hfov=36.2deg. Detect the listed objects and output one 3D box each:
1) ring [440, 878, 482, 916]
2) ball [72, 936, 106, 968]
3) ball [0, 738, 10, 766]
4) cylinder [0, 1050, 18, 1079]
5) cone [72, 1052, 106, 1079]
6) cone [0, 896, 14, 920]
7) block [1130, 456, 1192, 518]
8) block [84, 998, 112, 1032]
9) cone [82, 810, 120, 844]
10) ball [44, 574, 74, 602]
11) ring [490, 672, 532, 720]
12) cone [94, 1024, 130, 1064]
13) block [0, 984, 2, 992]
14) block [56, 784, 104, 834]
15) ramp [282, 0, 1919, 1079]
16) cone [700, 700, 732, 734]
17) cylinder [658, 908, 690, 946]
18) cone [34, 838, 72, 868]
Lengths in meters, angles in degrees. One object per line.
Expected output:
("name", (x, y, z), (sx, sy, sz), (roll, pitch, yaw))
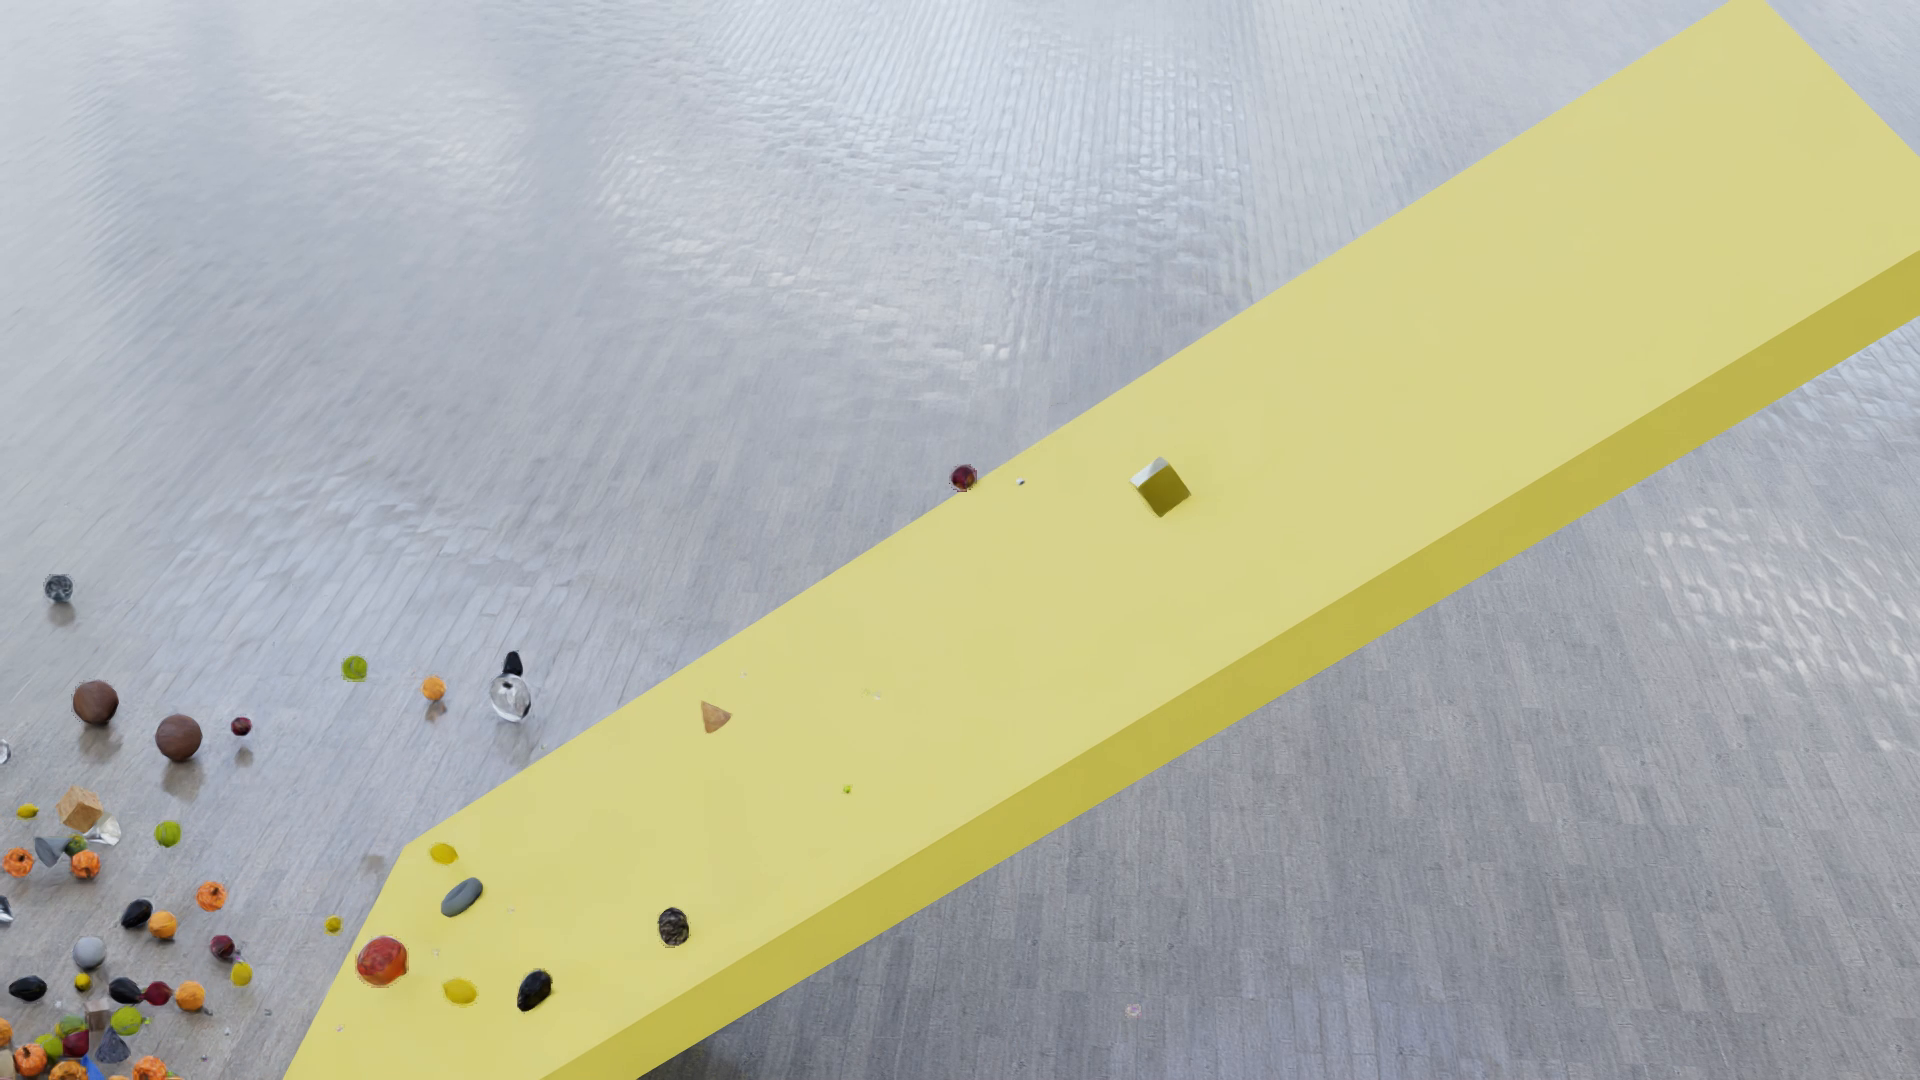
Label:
("ring", (-1.175, 0.842, 6.931), (0.115, 0.038, 0.115), (-35, 15, 11))
("ball", (-2.159, 1.023, 7.294), (0.080, 0.080, 0.080), (0, 21, 0))
("ball", (-2.743, 0.604, 8.364), (0.084, 0.084, 0.084), (0, 21, 0))
("cylinder", (-2.222, 1.226, 6.756), (0.093, 0.093, 0.093), (-11, 24, -25))
("cone", (-2.019, 1.218, 6.799), (0.077, 0.077, 0.077), (0, 21, 0))
("cone", (-2.433, 0.954, 7.499), (0.072, 0.072, 0.072), (25, 31, 28))
("block", (0.420, -0.111, 6.176), (0.084, 0.084, 0.084), (-36, 15, 0))
("block", (-2.063, 1.137, 7.038), (0.054, 0.054, 0.054), (-8, 23, -21))
("cone", (-2.333, 0.790, 7.925), (0.096, 0.096, 0.096), (-20, 16, 17))
("ball", (-2.911, 0.157, 9.501), (0.090, 0.090, 0.090), (0, 21, 0))
("ring", (-1.321, 0.461, 8.639), (0.147, 0.147, 0.049), (14, 22, 31))
("cone", (-1.995, 1.172, 6.909), (0.083, 0.083, 0.083), (0, 21, 0))
("block", (-2.395, 1.060, 7.198), (0.082, 0.082, 0.082), (-7, 22, -18))
("block", (-2.357, 0.720, 7.875), (0.079, 0.079, 0.079), (33, 12, -42))
("ramp", (0.136, 0.174, 6.306), (4.000, 0.100, 2.000), (-32, 16, 15))
("cone", (-0.586, 0.401, 6.877), (0.075, 0.075, 0.075), (-34, 16, 11))
("cylinder", (-0.564, 0.762, 5.790), (0.057, 0.057, 0.057), (-4, 15, -9))
("cone", (-2.383, 0.807, 7.775), (0.088, 0.088, 0.088), (16, 31, 36))
